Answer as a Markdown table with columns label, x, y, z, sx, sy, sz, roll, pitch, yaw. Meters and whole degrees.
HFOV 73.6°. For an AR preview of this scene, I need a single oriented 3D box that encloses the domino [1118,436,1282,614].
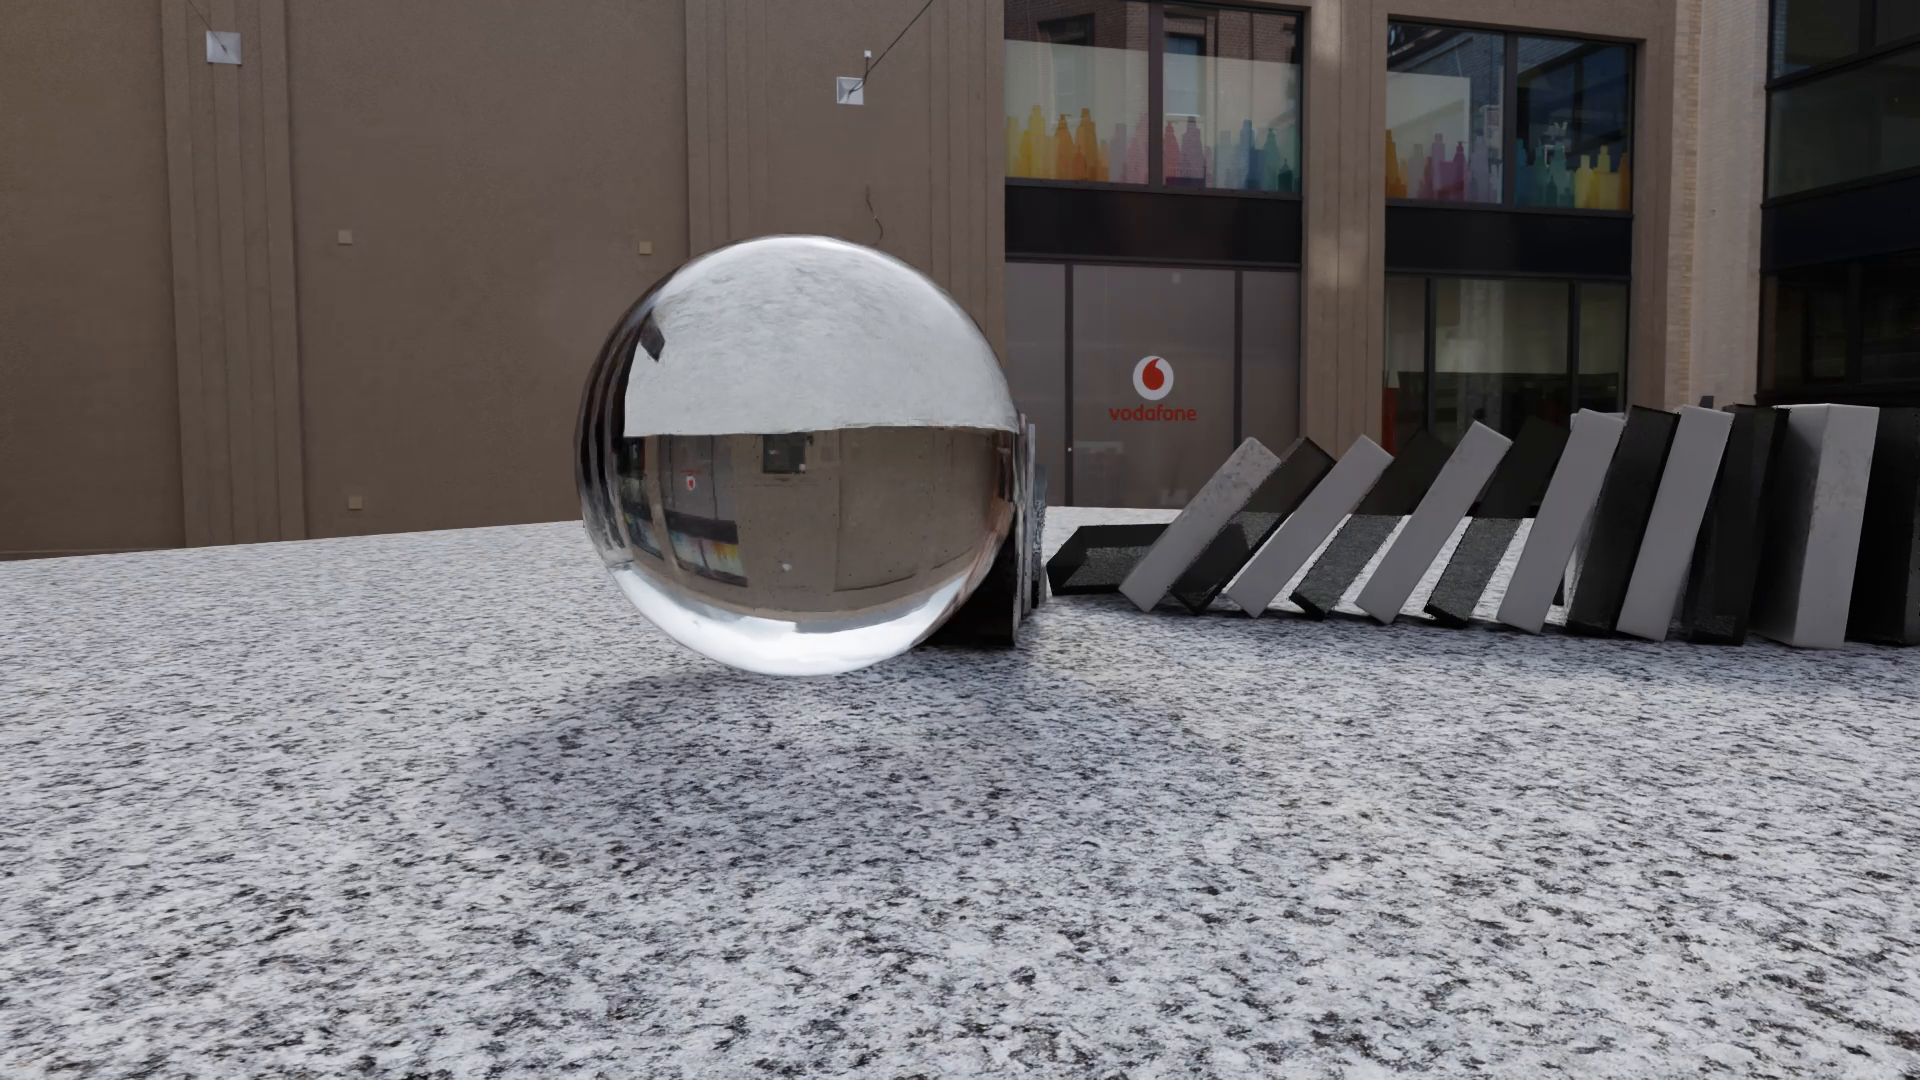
| label | x | y | z | sx | sy | sz | roll | pitch | yaw |
| --- | --- | --- | --- | --- | --- | --- | --- | --- | --- |
| domino | 0.061 | -0.004 | 0.329 | 0.010 | 0.050 | 0.025 | 41 | 9 | 4 |

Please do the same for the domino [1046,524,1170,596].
| label | x | y | z | sx | sy | sz | roll | pitch | yaw |
| --- | --- | --- | --- | --- | --- | --- | --- | --- | --- |
| domino | 0.052 | 0.005 | 0.360 | 0.050 | 0.010 | 0.025 | -2 | -25 | -22 |

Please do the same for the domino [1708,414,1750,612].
| label | x | y | z | sx | sy | sz | roll | pitch | yaw |
| --- | --- | --- | --- | --- | --- | --- | --- | --- | --- |
| domino | 0.201 | -0.007 | 0.333 | 0.010 | 0.050 | 0.025 | 3 | 5 | 35 |

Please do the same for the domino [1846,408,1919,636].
| label | x | y | z | sx | sy | sz | roll | pitch | yaw |
| --- | --- | --- | --- | --- | --- | --- | --- | --- | --- |
| domino | 0.206 | -0.005 | 0.291 | 0.025 | 0.050 | 0.009 | 4 | 4 | 35 |

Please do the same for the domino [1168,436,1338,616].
| label | x | y | z | sx | sy | sz | roll | pitch | yaw |
| --- | --- | --- | --- | --- | --- | --- | --- | --- | --- |
| domino | 0.073 | -0.004 | 0.324 | 0.009 | 0.050 | 0.025 | 41 | 9 | 4 |

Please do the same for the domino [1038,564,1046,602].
| label | x | y | z | sx | sy | sz | roll | pitch | yaw |
| --- | --- | --- | --- | --- | --- | --- | --- | --- | --- |
| domino | 0.010 | 0.010 | 0.371 | 0.025 | 0.010 | 0.050 | 0 | 4 | -2 |

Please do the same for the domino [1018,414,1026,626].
| label | x | y | z | sx | sy | sz | roll | pitch | yaw |
| --- | --- | --- | --- | --- | --- | --- | --- | --- | --- |
| domino | 0.002 | -0.005 | 0.305 | 0.025 | 0.050 | 0.009 | 0 | -20 | 6 |

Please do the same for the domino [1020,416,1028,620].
| label | x | y | z | sx | sy | sz | roll | pitch | yaw |
| --- | --- | --- | --- | --- | --- | --- | --- | --- | --- |
| domino | 0.004 | -0.006 | 0.316 | 0.025 | 0.050 | 0.010 | 0 | -20 | 6 |

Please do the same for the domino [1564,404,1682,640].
| label | x | y | z | sx | sy | sz | roll | pitch | yaw |
| --- | --- | --- | --- | --- | --- | --- | --- | --- | --- |
| domino | 0.148 | -0.004 | 0.288 | 0.010 | 0.050 | 0.025 | 16 | 11 | 23 |

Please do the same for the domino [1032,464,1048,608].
| label | x | y | z | sx | sy | sz | roll | pitch | yaw |
| --- | --- | --- | --- | --- | --- | --- | --- | --- | --- |
| domino | 0.010 | -0.002 | 0.349 | 0.025 | 0.010 | 0.050 | 3 | 40 | 5 |

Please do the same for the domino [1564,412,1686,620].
| label | x | y | z | sx | sy | sz | roll | pitch | yaw |
| --- | --- | --- | --- | --- | --- | --- | --- | --- | --- |
| domino | 0.164 | -0.006 | 0.316 | 0.025 | 0.050 | 0.009 | 1 | 4 | 11 |

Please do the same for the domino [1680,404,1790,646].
| label | x | y | z | sx | sy | sz | roll | pitch | yaw |
| --- | --- | --- | --- | --- | --- | --- | --- | --- | --- |
| domino | 0.168 | -0.004 | 0.279 | 0.009 | 0.050 | 0.025 | 10 | 8 | 24 |

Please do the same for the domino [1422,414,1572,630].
| label | x | y | z | sx | sy | sz | roll | pitch | yaw |
| --- | --- | --- | --- | --- | --- | --- | --- | --- | --- |
| domino | 0.126 | -0.005 | 0.300 | 0.009 | 0.050 | 0.025 | 29 | 15 | 20 |

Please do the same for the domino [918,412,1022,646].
| label | x | y | z | sx | sy | sz | roll | pitch | yaw |
| --- | --- | --- | --- | --- | --- | --- | --- | --- | --- |
| domino | 0.000 | -0.003 | 0.274 | 0.025 | 0.050 | 0.009 | 0 | -20 | 6 |

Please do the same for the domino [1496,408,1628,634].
| label | x | y | z | sx | sy | sz | roll | pitch | yaw |
| --- | --- | --- | --- | --- | --- | --- | --- | --- | --- |
| domino | 0.137 | -0.005 | 0.294 | 0.009 | 0.050 | 0.025 | 22 | 13 | 22 |

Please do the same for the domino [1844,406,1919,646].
| label | x | y | z | sx | sy | sz | roll | pitch | yaw |
| --- | --- | --- | --- | --- | --- | --- | --- | --- | --- |
| domino | 0.196 | -0.004 | 0.280 | 0.009 | 0.050 | 0.025 | 1 | 4 | -28 |

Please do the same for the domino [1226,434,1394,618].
| label | x | y | z | sx | sy | sz | roll | pitch | yaw |
| --- | --- | --- | --- | --- | --- | --- | --- | --- | --- |
| domino | 0.087 | -0.004 | 0.318 | 0.010 | 0.050 | 0.025 | 41 | 15 | 11 |

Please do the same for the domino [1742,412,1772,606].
| label | x | y | z | sx | sy | sz | roll | pitch | yaw |
| --- | --- | --- | --- | --- | --- | --- | --- | --- | --- |
| domino | 0.209 | -0.006 | 0.320 | 0.025 | 0.050 | 0.010 | -2 | 4 | -25 |

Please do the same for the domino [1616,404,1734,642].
| label | x | y | z | sx | sy | sz | roll | pitch | yaw |
| --- | --- | --- | --- | --- | --- | --- | --- | --- | --- |
| domino | 0.157 | -0.004 | 0.284 | 0.009 | 0.050 | 0.025 | 16 | 10 | 23 |

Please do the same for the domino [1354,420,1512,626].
| label | x | y | z | sx | sy | sz | roll | pitch | yaw |
| --- | --- | --- | --- | --- | --- | --- | --- | --- | --- |
| domino | 0.113 | -0.004 | 0.306 | 0.010 | 0.050 | 0.025 | 34 | 16 | 18 |

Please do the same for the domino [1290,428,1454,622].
| label | x | y | z | sx | sy | sz | roll | pitch | yaw |
| --- | --- | --- | --- | --- | --- | --- | --- | --- | --- |
| domino | 0.100 | -0.004 | 0.312 | 0.010 | 0.050 | 0.025 | 38 | 16 | 14 |

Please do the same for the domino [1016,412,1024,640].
| label | x | y | z | sx | sy | sz | roll | pitch | yaw |
| --- | --- | --- | --- | --- | --- | --- | --- | --- | --- |
| domino | 0.001 | -0.004 | 0.285 | 0.025 | 0.050 | 0.010 | 0 | -20 | 6 |

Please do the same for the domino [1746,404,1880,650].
| label | x | y | z | sx | sy | sz | roll | pitch | yaw |
| --- | --- | --- | --- | --- | --- | --- | --- | --- | --- |
| domino | 0.181 | -0.003 | 0.274 | 0.009 | 0.050 | 0.025 | 6 | 6 | 9 |

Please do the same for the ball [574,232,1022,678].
| label | x | y | z | sx | sy | sz | roll | pitch | yaw |
| --- | --- | --- | --- | --- | --- | --- | --- | --- | --- |
| ball | -0.029 | -0.015 | 0.234 | 0.080 | 0.080 | 0.080 | 0 | 4 | 0 |

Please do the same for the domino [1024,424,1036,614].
| label | x | y | z | sx | sy | sz | roll | pitch | yaw |
| --- | --- | --- | --- | --- | --- | --- | --- | --- | --- |
| domino | 0.006 | -0.006 | 0.329 | 0.025 | 0.050 | 0.010 | 1 | -27 | 5 |

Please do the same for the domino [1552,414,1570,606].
| label | x | y | z | sx | sy | sz | roll | pitch | yaw |
| --- | --- | --- | --- | --- | --- | --- | --- | --- | --- |
| domino | 0.169 | -0.007 | 0.332 | 0.009 | 0.050 | 0.025 | -4 | 6 | -40 |

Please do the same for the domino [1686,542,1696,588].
| label | x | y | z | sx | sy | sz | roll | pitch | yaw |
| --- | --- | --- | --- | --- | --- | --- | --- | --- | --- |
| domino | 0.184 | -0.008 | 0.336 | 0.009 | 0.050 | 0.025 | 0 | 4 | -4 |
